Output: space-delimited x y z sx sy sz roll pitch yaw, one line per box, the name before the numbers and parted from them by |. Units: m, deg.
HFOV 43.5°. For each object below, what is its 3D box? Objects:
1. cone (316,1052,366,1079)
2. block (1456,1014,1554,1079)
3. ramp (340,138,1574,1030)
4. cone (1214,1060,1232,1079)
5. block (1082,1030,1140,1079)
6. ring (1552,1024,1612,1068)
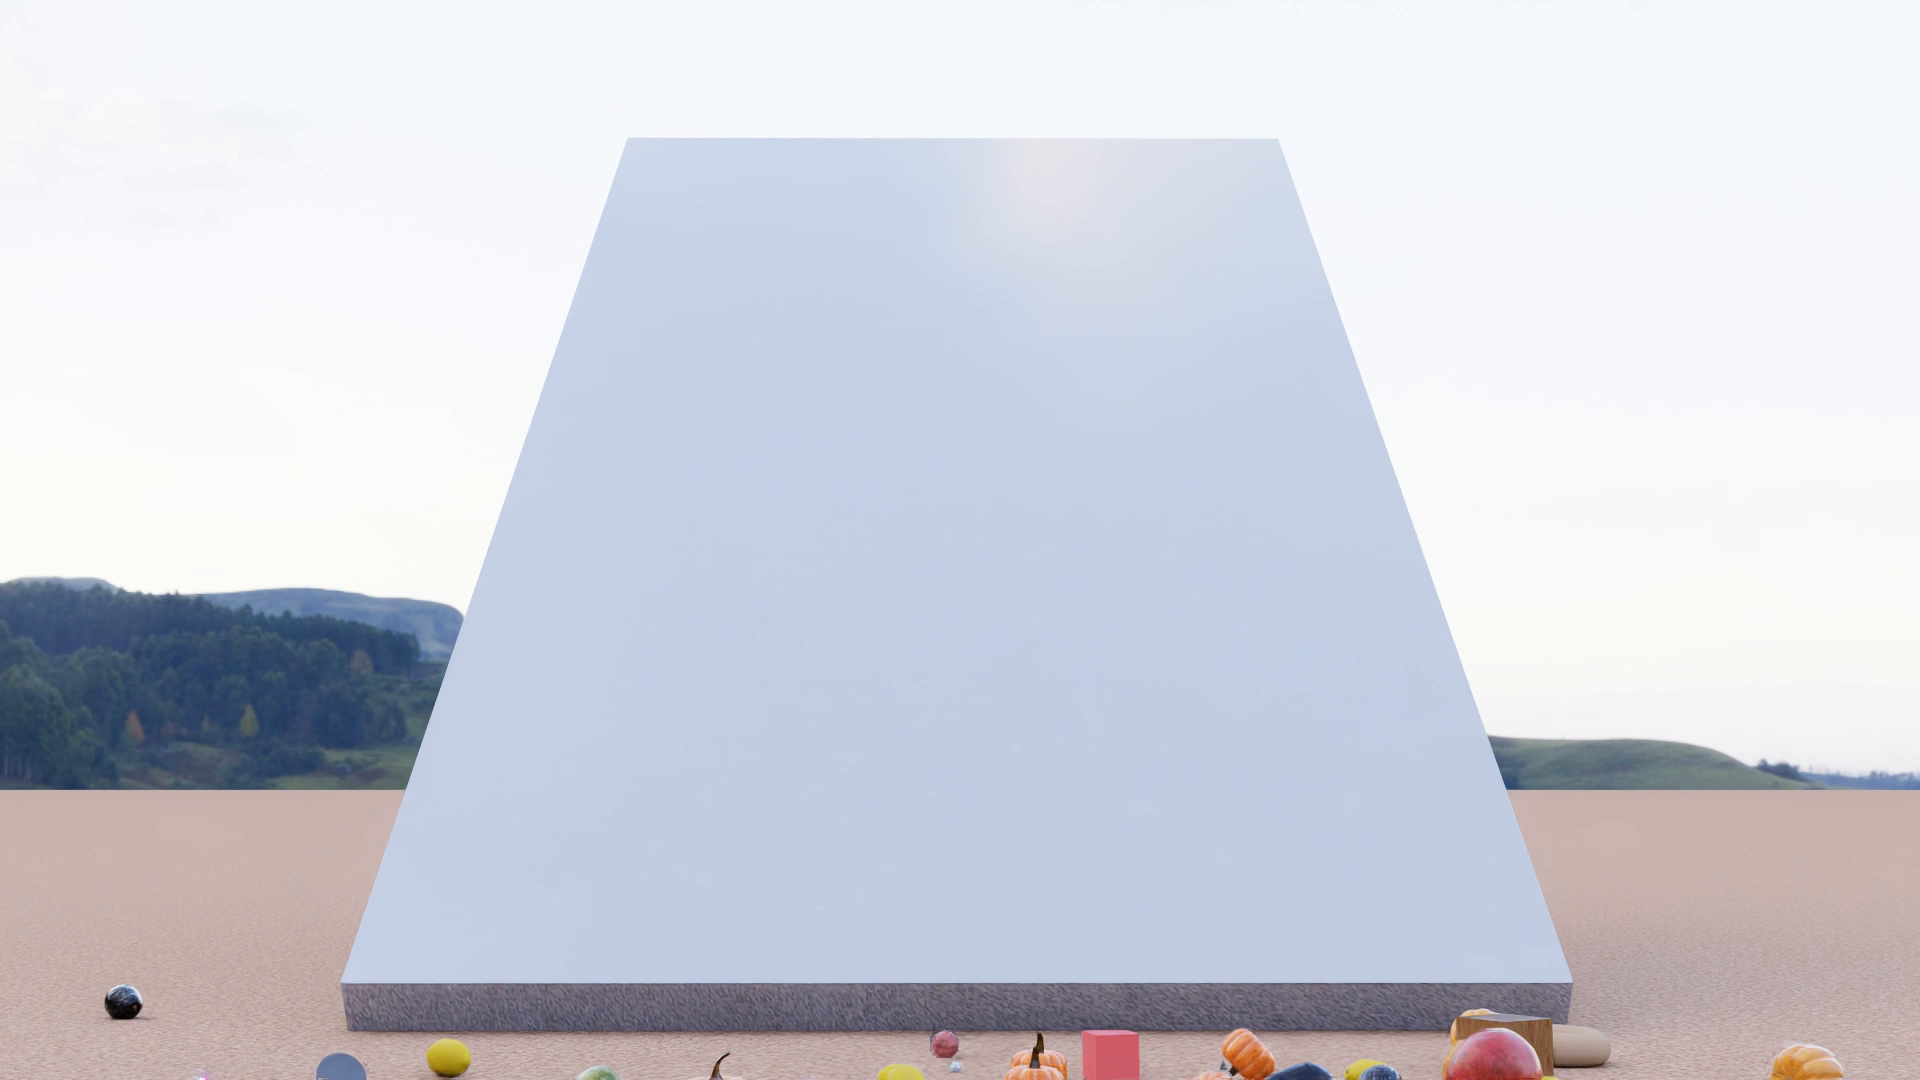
cone | -0.807 0.704 3.093 0.067 0.067 0.067 4 -34 -34
block | 0.733 0.688 3.236 0.090 0.090 0.090 4 -7 -32
ramp | -0.012 -0.215 5.669 2.000 0.100 4.000 0 29 0
cone | 0.337 0.692 3.079 0.051 0.051 0.051 0 -6 0
block | 0.207 0.709 3.307 0.062 0.062 0.062 1 -6 -14
ring | 0.869 0.734 3.491 0.149 0.050 0.149 0 -4 0
